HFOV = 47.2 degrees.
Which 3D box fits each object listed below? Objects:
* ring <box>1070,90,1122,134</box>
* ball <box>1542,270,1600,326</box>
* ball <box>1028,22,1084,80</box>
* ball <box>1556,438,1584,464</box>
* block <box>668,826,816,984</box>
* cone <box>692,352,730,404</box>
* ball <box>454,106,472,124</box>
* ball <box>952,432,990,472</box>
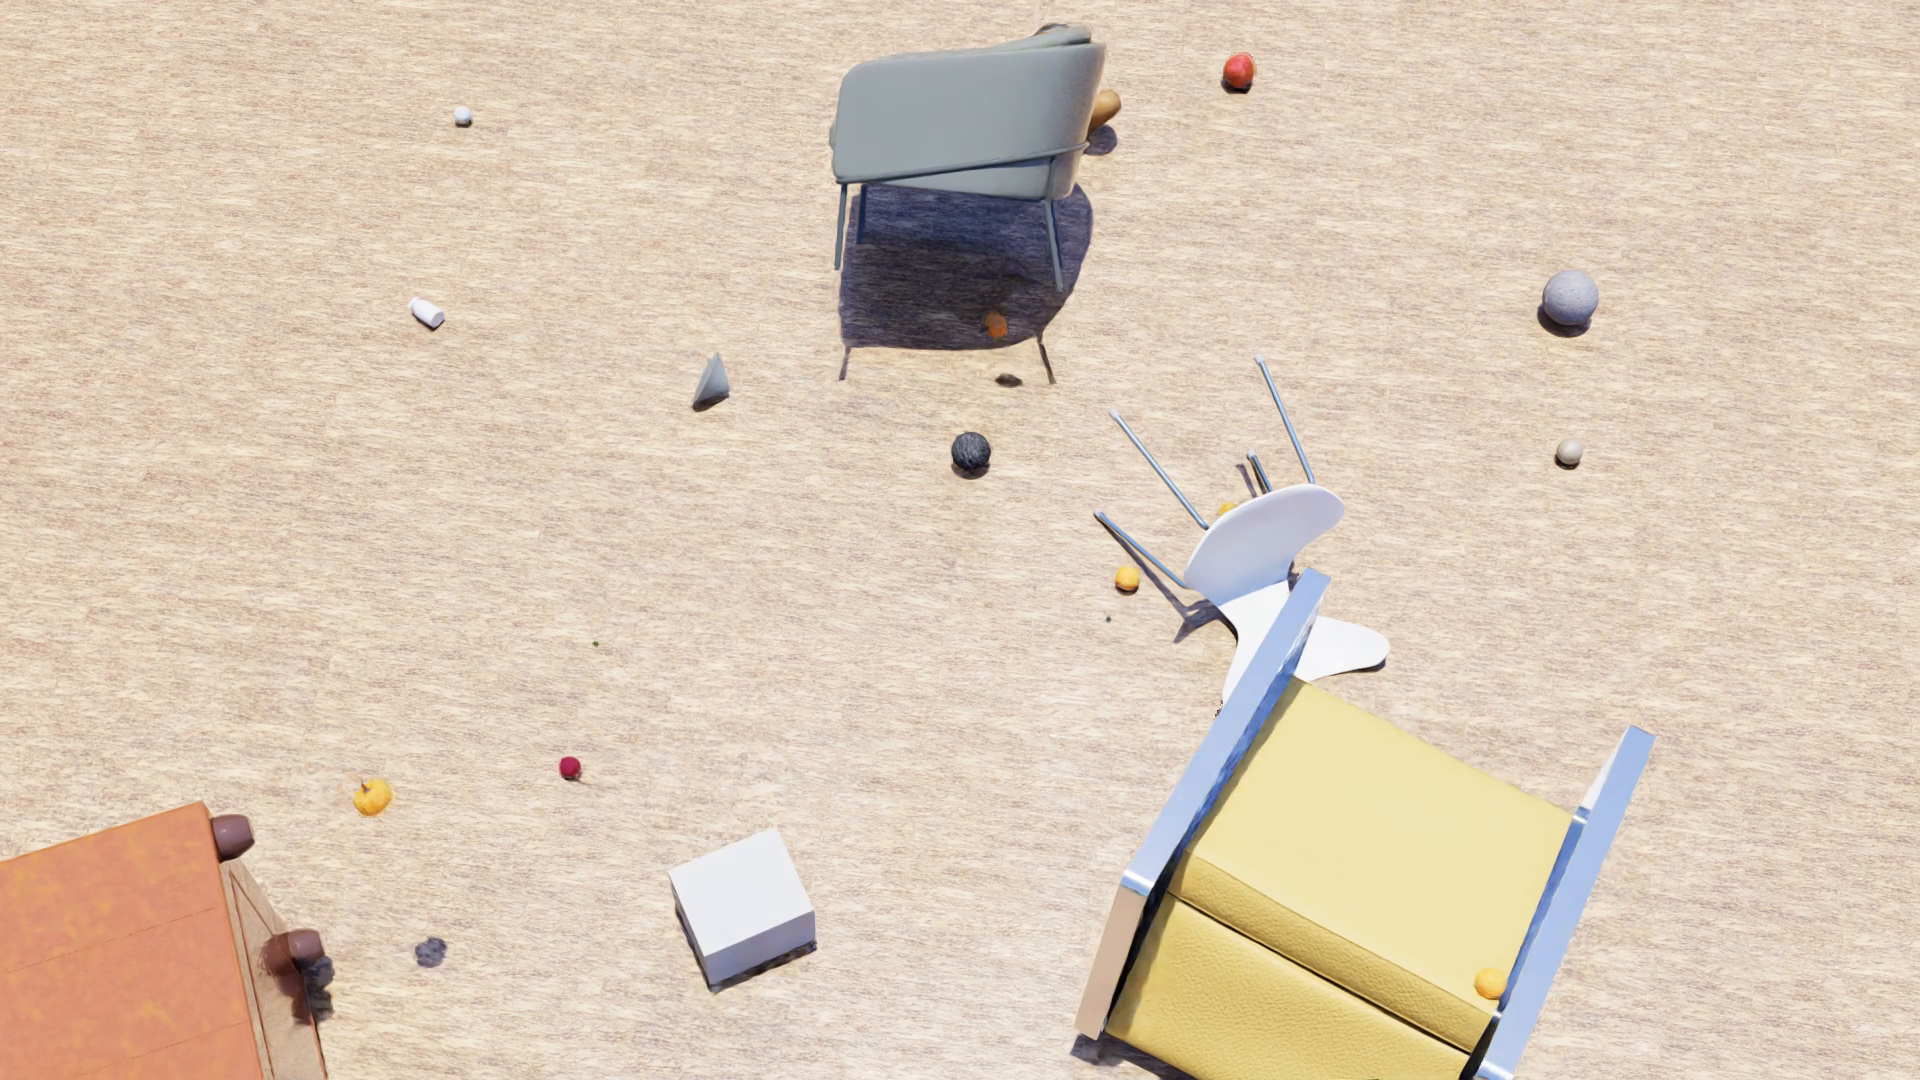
[{"bbox_3d":[0.455,-1.440,7.409,0.161,0.249,0.088,-35,95,-23],"label":"ring"},{"bbox_3d":[1.939,-0.770,6.985,0.176,0.176,0.176,0,56,0],"label":"ball"},{"bbox_3d":[0.331,-1.689,7.591,0.193,0.193,0.193,0,56,0],"label":"ball"},{"bbox_3d":[1.860,-0.270,6.707,0.080,0.080,0.080,0,56,0],"label":"ball"},{"bbox_3d":[-0.571,0.961,5.784,0.303,0.223,0.255,-21,63,-14],"label":"block"},{"bbox_3d":[-0.752,-0.486,6.838,0.090,0.143,0.179,25,97,-16],"label":"cone"},{"bbox_3d":[-1.699,-1.451,7.511,0.060,0.060,0.060,0,56,0],"label":"ball"},{"bbox_3d":[0.033,-0.270,6.682,0.120,0.120,0.120,0,56,0],"label":"ball"}]
